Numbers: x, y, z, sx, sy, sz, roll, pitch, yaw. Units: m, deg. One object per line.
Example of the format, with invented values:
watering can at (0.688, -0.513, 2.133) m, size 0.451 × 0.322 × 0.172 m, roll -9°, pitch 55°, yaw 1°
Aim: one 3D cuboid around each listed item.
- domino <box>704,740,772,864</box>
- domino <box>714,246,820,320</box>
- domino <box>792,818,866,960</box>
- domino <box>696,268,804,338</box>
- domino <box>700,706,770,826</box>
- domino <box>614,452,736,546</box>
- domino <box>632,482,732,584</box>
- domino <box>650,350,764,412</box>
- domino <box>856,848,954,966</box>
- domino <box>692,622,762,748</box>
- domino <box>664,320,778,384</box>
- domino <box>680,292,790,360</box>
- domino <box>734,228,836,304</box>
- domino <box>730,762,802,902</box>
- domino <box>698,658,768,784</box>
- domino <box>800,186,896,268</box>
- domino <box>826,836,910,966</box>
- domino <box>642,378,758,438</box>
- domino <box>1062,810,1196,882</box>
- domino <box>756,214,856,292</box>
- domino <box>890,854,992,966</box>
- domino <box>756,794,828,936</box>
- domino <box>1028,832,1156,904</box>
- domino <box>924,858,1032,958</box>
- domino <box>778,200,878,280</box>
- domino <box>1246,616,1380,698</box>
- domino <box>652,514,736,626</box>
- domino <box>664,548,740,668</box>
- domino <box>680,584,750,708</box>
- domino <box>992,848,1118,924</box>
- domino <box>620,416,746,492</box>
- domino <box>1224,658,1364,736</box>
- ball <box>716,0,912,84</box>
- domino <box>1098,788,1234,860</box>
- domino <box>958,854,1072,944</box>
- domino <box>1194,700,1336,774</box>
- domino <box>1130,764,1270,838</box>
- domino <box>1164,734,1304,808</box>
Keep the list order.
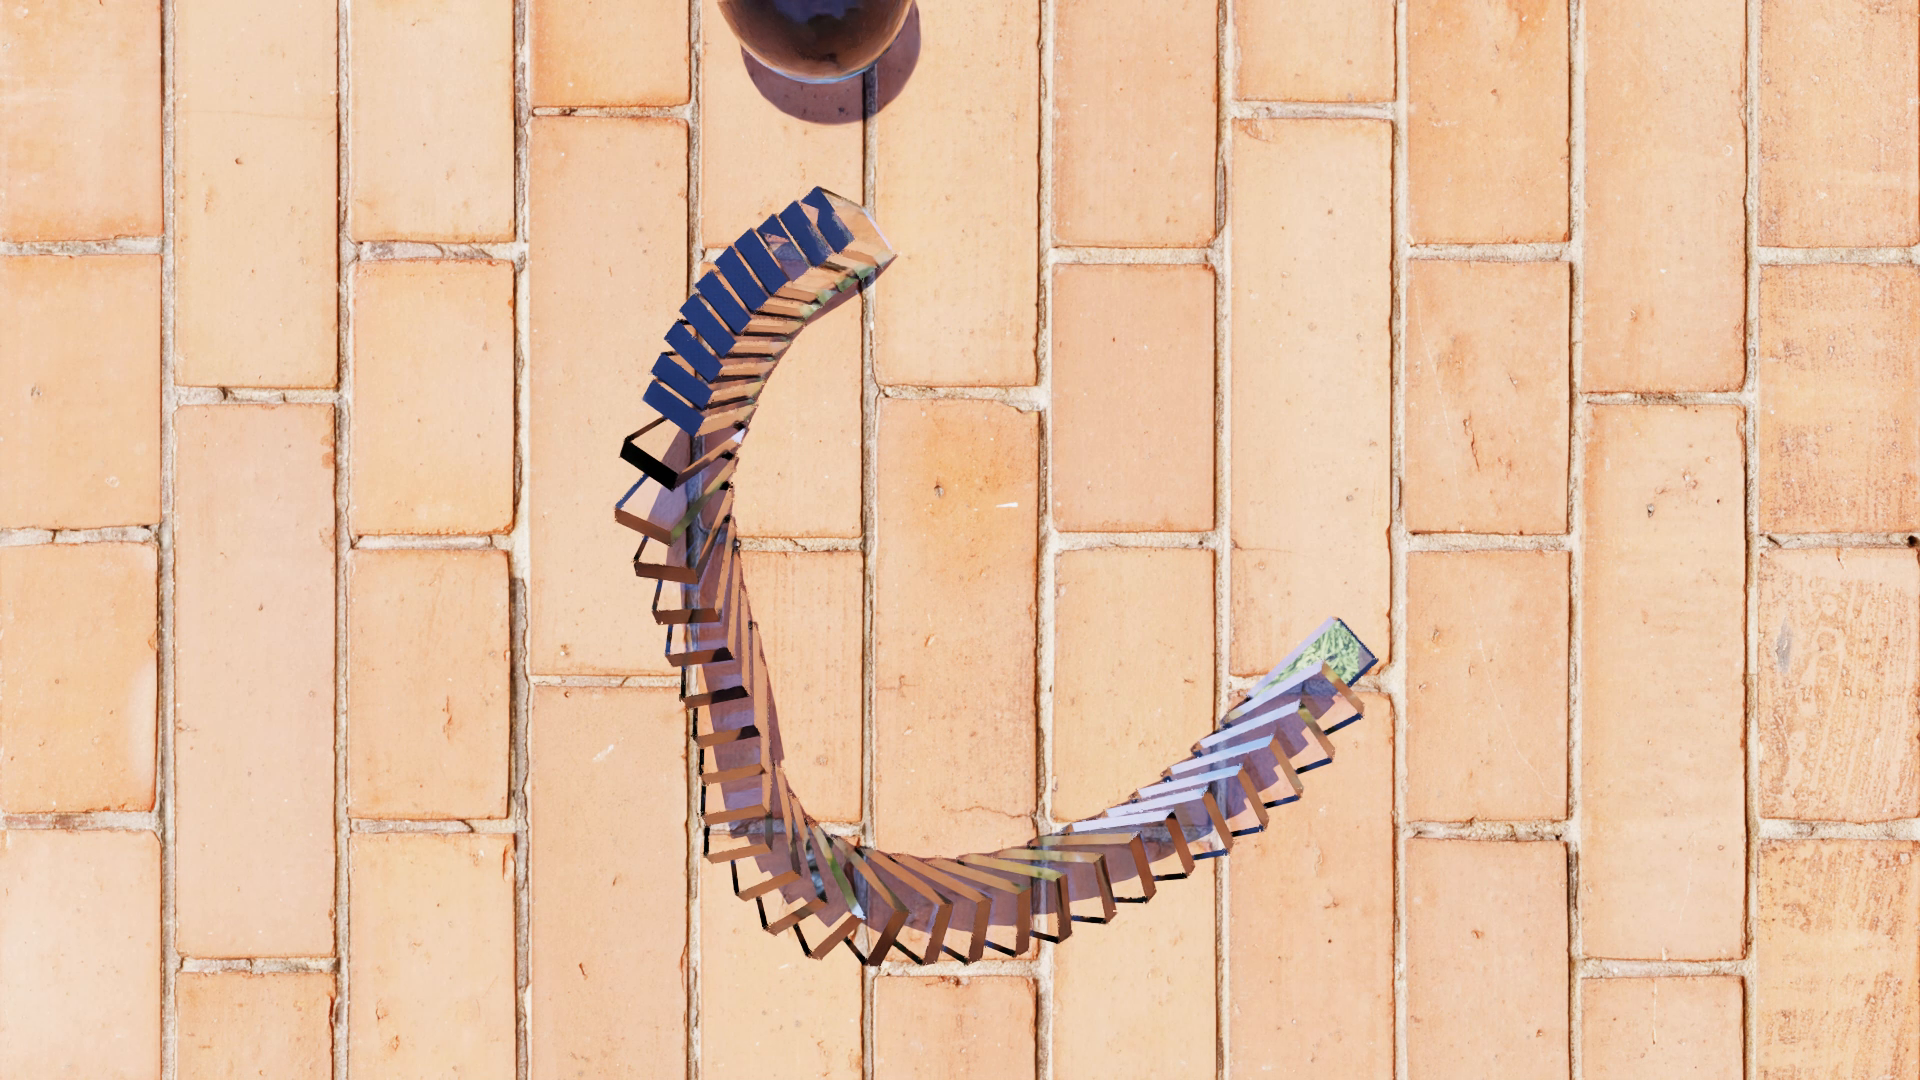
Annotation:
domino at (-0.091, 0.106, 0.380) m, size 0.025 × 0.009 × 0.050 m, roll -12°, pitch 49°, yaw 2°
domino at (-0.078, -0.104, 0.375) m, size 0.010 × 0.050 × 0.025 m, roll -36°, pitch 90°, yaw 18°
domino at (-0.061, 0.144, 0.379) m, size 0.025 × 0.009 × 0.050 m, roll -43°, pitch 47°, yaw 1°
domino at (-0.085, -0.096, 0.375) m, size 0.010 × 0.050 × 0.025 m, roll -39°, pitch 90°, yaw 18°
domino at (-0.093, 0.091, 0.380) m, size 0.025 × 0.010 × 0.050 m, roll -11°, pitch 49°, yaw 0°
domino at (-0.117, -0.022, 0.379) m, size 0.025 × 0.010 × 0.050 m, roll 24°, pitch 48°, yaw 3°
domino at (-0.114, -0.005, 0.379) m, size 0.025 × 0.010 × 0.050 m, roll 8°, pitch 46°, yaw 0°
domino at (-0.102, -0.067, 0.375) m, size 0.025 × 0.050 × 0.010 m, roll 37°, pitch 108°, yaw 0°
domino at (-0.027, 0.151, 0.380) m, size 0.050 × 0.009 × 0.025 m, roll 17°, pitch 90°, yaw 42°
domino at (-0.097, 0.059, 0.381) m, size 0.025 × 0.009 × 0.050 m, roll -12°, pitch 51°, yaw 0°
domino at (-0.097, -0.078, 0.375) m, size 0.025 × 0.050 × 0.009 m, roll 45°, pitch 108°, yaw 0°
domino at (-0.091, -0.087, 0.375) m, size 0.009 × 0.050 × 0.025 m, roll -41°, pitch 90°, yaw 18°
domino at (-0.070, -0.111, 0.375) m, size 0.009 × 0.050 × 0.025 m, roll -35°, pitch 90°, yaw 18°
domino at (-0.083, 0.120, 0.380) m, size 0.025 × 0.010 × 0.050 m, roll -23°, pitch 48°, yaw 1°
domino at (-0.094, 0.074, 0.380) m, size 0.025 × 0.010 × 0.050 m, roll -11°, pitch 51°, yaw 0°
domino at (-0.044, -0.127, 0.375) m, size 0.010 × 0.050 × 0.025 m, roll -35°, pitch 90°, yaw 18°
domino at (-0.044, 0.149, 0.379) m, size 0.050 × 0.009 × 0.025 m, roll 29°, pitch 90°, yaw 45°
domino at (-0.105, -0.057, 0.375) m, size 0.025 × 0.050 × 0.009 m, roll 36°, pitch 108°, yaw 0°
domino at (0.069, 0.129, 0.381) m, size 0.050 × 0.009 × 0.025 m, roll -21°, pitch 90°, yaw 36°
domino at (-0.061, -0.116, 0.375) m, size 0.009 × 0.050 × 0.025 m, roll -35°, pitch 90°, yaw 18°
domino at (-0.011, 0.152, 0.380) m, size 0.050 × 0.010 × 0.025 m, roll 10°, pitch 90°, yaw 42°
domino at (-0.074, 0.133, 0.379) m, size 0.025 × 0.009 × 0.050 m, roll -30°, pitch 47°, yaw 1°
domino at (0.054, 0.137, 0.381) m, size 0.050 × 0.010 × 0.025 m, roll -17°, pitch 90°, yaw 37°
domino at (0.006, 0.152, 0.380) m, size 0.050 × 0.009 × 0.025 m, roll 2°, pitch 90°, yaw 40°
domino at (-0.053, -0.122, 0.375) m, size 0.010 × 0.050 × 0.025 m, roll -35°, pitch 90°, yaw 18°
domino at (0.152, 0.059, 0.395) m, size 0.050 × 0.009 × 0.025 m, roll -43°, pitch 90°, yaw 0°
domino at (-0.110, 0.012, 0.380) m, size 0.025 × 0.009 × 0.050 m, roll -3°, pitch 49°, yaw 0°
domino at (-0.106, 0.027, 0.381) m, size 0.025 × 0.009 × 0.050 m, roll -7°, pitch 51°, yaw 0°
domino at (-0.102, 0.043, 0.381) m, size 0.025 × 0.009 × 0.050 m, roll -12°, pitch 52°, yaw 0°
domino at (0.039, 0.143, 0.381) m, size 0.050 × 0.010 × 0.025 m, roll -12°, pitch 90°, yaw 37°
domino at (-0.113, -0.041, 0.377) m, size 0.025 × 0.050 × 0.009 m, roll 34°, pitch 125°, yaw 1°
domino at (0.138, 0.073, 0.381) m, size 0.025 × 0.009 × 0.050 m, roll 48°, pitch 125°, yaw 0°
ball at (-0.058, -0.224, 0.360) m, size 0.080 × 0.080 × 0.080 m, roll 0°, pitch 90°, yaw 0°
domino at (0.085, 0.121, 0.382) m, size 0.050 × 0.009 × 0.025 m, roll -25°, pitch 90°, yaw 35°
domino at (0.022, 0.148, 0.380) m, size 0.050 × 0.010 × 0.025 m, roll -5°, pitch 90°, yaw 40°
domino at (0.126, 0.088, 0.382) m, size 0.050 × 0.010 × 0.025 m, roll -34°, pitch 91°, yaw 35°
domino at (0.099, 0.112, 0.382) m, size 0.050 × 0.009 × 0.025 m, roll -26°, pitch 90°, yaw 35°
domino at (0.113, 0.101, 0.382) m, size 0.050 × 0.009 × 0.025 m, roll -29°, pitch 90°, yaw 35°
